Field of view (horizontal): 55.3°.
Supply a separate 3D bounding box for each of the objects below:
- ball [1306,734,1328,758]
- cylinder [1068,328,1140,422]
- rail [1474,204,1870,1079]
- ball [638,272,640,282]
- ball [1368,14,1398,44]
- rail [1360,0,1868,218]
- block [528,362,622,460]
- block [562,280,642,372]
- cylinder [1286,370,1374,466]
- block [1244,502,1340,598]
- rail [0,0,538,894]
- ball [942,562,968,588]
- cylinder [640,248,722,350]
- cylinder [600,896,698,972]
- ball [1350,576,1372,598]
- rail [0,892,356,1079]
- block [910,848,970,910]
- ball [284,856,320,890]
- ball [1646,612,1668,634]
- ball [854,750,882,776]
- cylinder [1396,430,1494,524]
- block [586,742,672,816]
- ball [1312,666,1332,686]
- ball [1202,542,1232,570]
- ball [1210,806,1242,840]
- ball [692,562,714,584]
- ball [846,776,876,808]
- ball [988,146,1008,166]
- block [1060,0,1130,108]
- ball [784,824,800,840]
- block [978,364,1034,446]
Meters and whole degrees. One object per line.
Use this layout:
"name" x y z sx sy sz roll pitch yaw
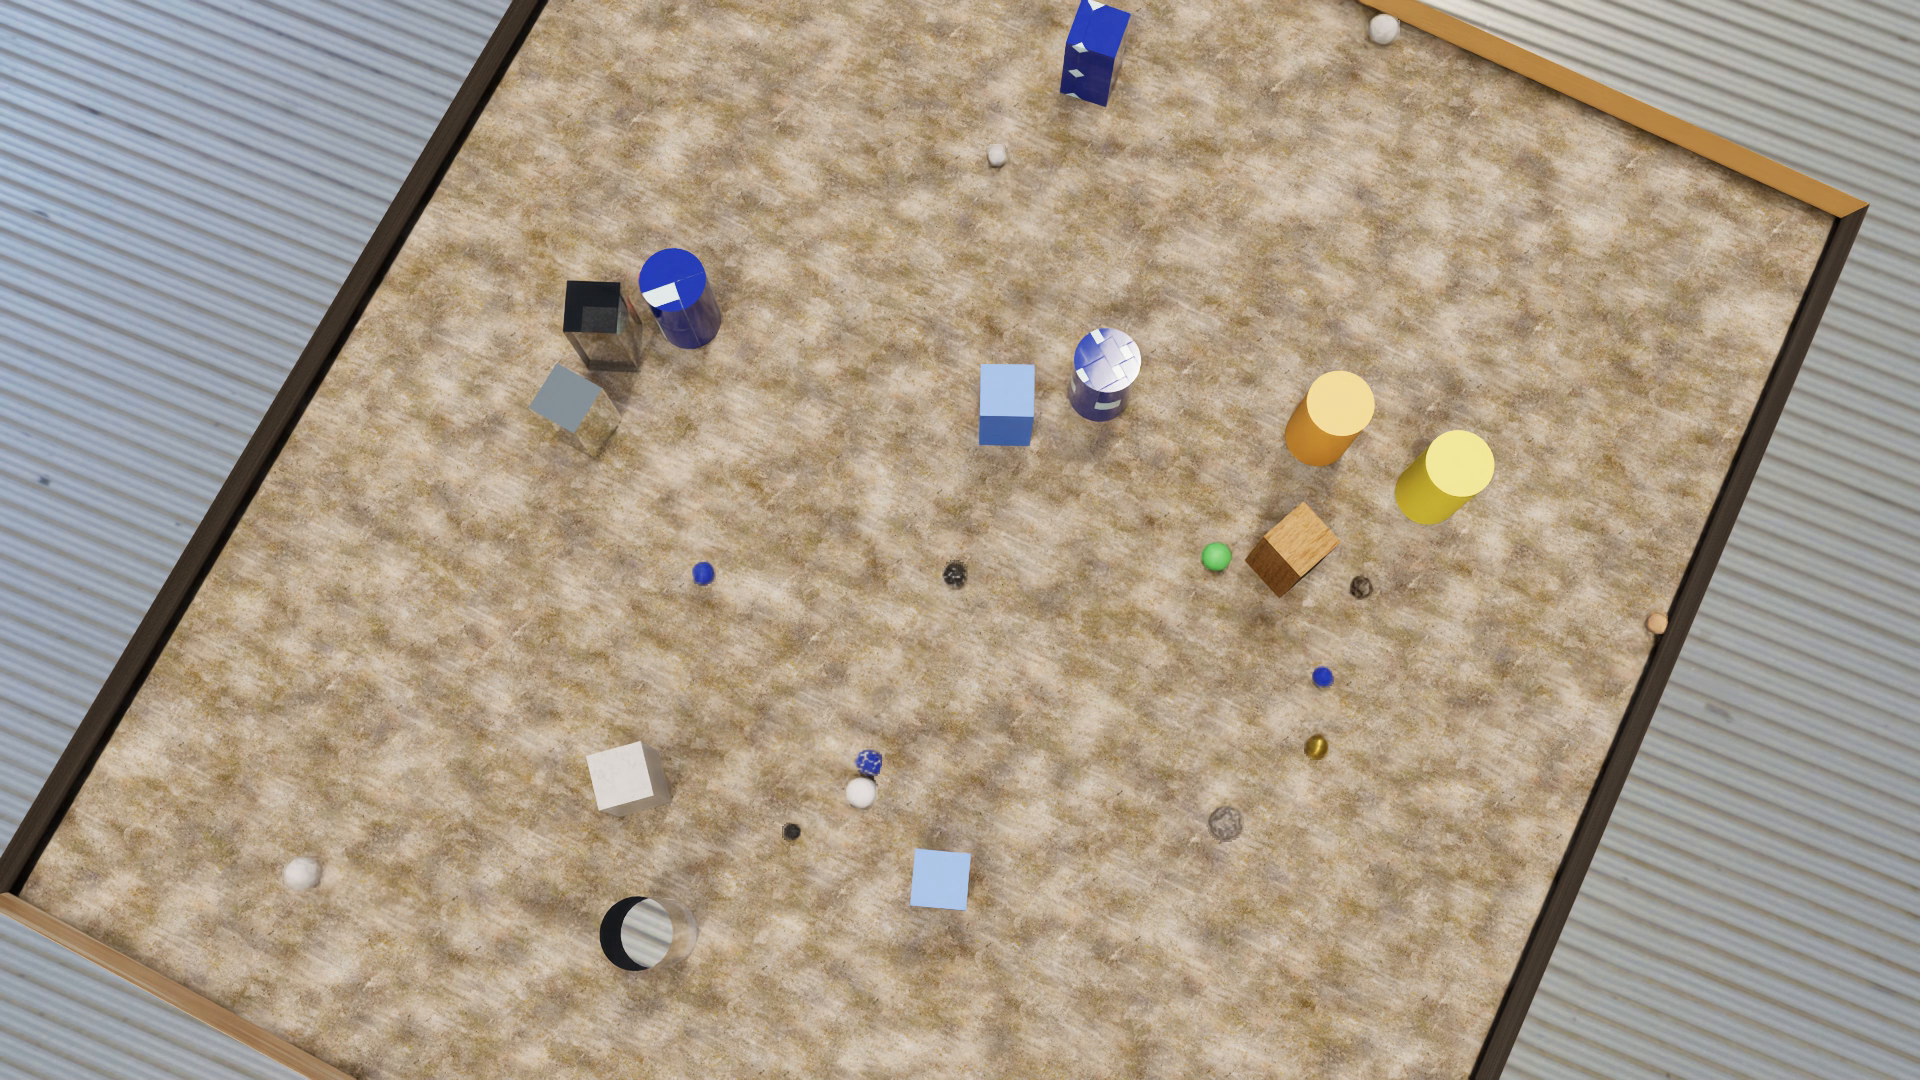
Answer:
"ball" 1.063 0.614 5.454 0.069 0.069 0.069 0 78 0
"cylinder" 0.434 -0.496 5.552 0.197 0.327 0.197 0 78 0
"rail" 1.821 0.898 5.364 0.045 0.128 4.434 26 80 5
"ball" -0.971 -0.825 5.748 0.076 0.076 0.076 0 78 0
"ball" 1.366 -1.647 5.908 0.096 0.096 0.096 0 78 0
"rail" 0.981 -1.914 5.946 4.119 0.128 0.045 26 80 5
"block" -1.156 -0.383 5.529 0.157 0.328 0.157 29 80 6
"block" -1.078 -0.643 5.551 0.157 0.389 0.157 2 78 0
"cylinder" 1.106 -0.360 5.505 0.197 0.365 0.197 0 78 0
"block" 0.981 0.034 5.426 0.157 0.359 0.157 -40 81 -8
"rail" -1.821 -0.885 5.733 0.045 0.128 4.434 26 80 5
"ball" -0.015 0.106 5.557 0.074 0.074 0.074 0 78 0
"cylinder" -0.848 -0.731 5.582 0.197 0.365 0.197 0 78 0
"cylinder" -0.868 1.103 5.144 0.197 0.478 0.197 0 78 0
"ball" 1.215 0.142 5.553 0.066 0.066 0.066 0 78 0
"rail" -0.981 1.928 5.151 4.119 0.128 0.045 26 80 5
"block" -0.055 0.981 5.282 0.157 0.257 0.157 5 78 1
"ball" -1.925 0.976 5.365 0.097 0.097 0.097 0 78 0
"ball" 2.105 0.253 5.530 0.067 0.067 0.067 0 78 0
"ball" -0.273 0.660 5.440 0.078 0.078 0.078 0 78 0
"cylinder" 1.439 -0.182 5.459 0.197 0.382 0.197 0 78 0
"block" -0.956 0.695 5.306 0.157 0.326 0.157 -15 79 -3
"ball" 1.088 0.410 5.501 0.061 0.061 0.061 0 78 0
"ball" 0.780 0.050 5.562 0.087 0.087 0.087 0 78 0
"ball" 0.783 0.832 5.394 0.098 0.098 0.098 0 78 0
"ball" -0.779 0.098 5.562 0.067 0.067 0.067 0 78 0
"ball" -0.292 0.746 5.415 0.091 0.091 0.091 0 78 0
"ball" 0.119 -1.223 5.838 0.063 0.063 0.063 0 78 0
"block" 0.423 -1.527 5.757 0.157 0.344 0.157 19 79 4
"ball" -0.495 0.862 5.413 0.050 0.050 0.050 0 78 0
"block" 0.138 -0.404 5.527 0.157 0.340 0.157 1 78 0
